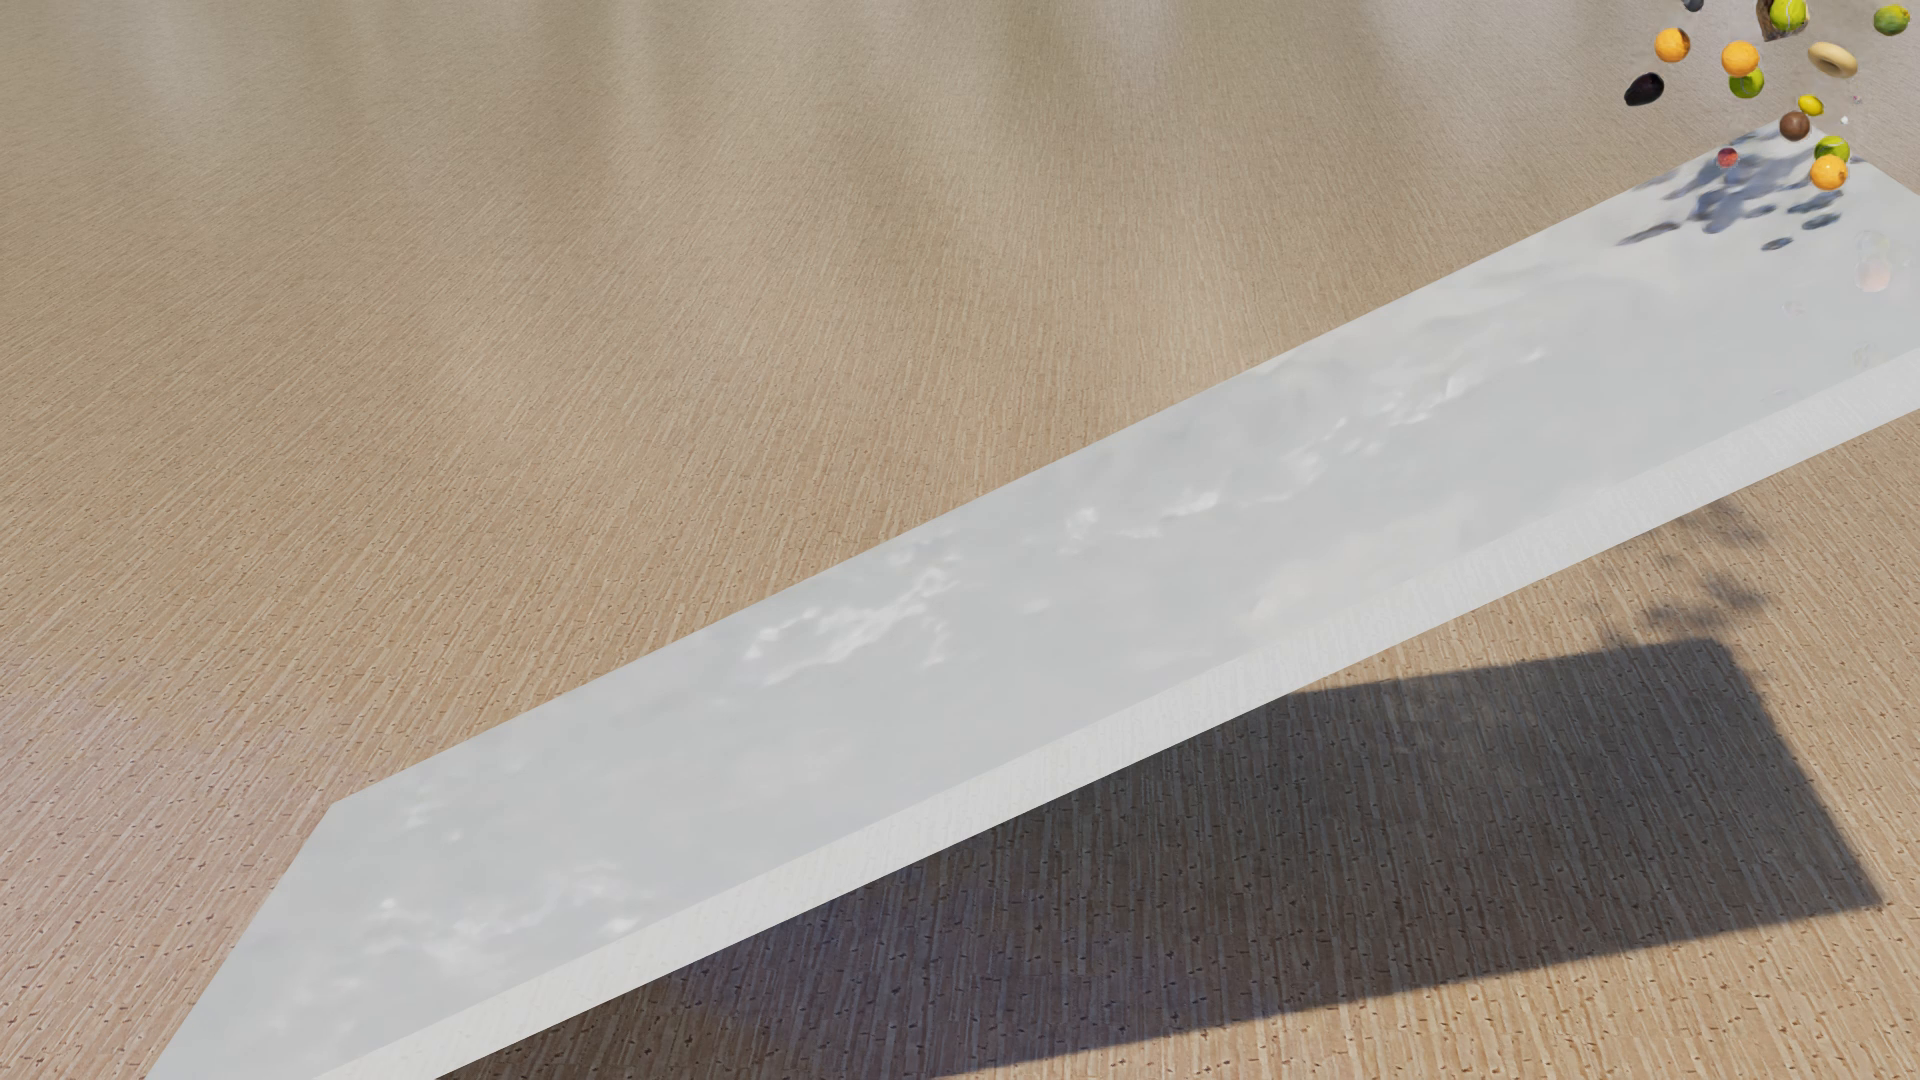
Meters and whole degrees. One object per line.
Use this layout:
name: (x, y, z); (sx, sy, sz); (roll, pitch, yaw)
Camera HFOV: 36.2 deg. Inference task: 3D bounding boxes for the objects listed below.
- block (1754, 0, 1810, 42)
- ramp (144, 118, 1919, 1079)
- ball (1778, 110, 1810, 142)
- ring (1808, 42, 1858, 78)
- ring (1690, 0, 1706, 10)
block: (1.649, -1.055, 5.898); (0.076, 0.076, 0.076); (-13, -12, 0)
ramp: (0.139, 0.168, 6.281); (4.000, 0.100, 2.000); (-25, 14, 10)
ball: (1.597, -0.792, 5.629); (0.058, 0.058, 0.058); (0, 17, 0)
ring: (1.688, -0.927, 5.686); (0.101, 0.034, 0.101); (30, -4, 2)
ring: (1.444, -1.084, 5.802); (0.029, 0.086, 0.086); (-29, 9, 18)
